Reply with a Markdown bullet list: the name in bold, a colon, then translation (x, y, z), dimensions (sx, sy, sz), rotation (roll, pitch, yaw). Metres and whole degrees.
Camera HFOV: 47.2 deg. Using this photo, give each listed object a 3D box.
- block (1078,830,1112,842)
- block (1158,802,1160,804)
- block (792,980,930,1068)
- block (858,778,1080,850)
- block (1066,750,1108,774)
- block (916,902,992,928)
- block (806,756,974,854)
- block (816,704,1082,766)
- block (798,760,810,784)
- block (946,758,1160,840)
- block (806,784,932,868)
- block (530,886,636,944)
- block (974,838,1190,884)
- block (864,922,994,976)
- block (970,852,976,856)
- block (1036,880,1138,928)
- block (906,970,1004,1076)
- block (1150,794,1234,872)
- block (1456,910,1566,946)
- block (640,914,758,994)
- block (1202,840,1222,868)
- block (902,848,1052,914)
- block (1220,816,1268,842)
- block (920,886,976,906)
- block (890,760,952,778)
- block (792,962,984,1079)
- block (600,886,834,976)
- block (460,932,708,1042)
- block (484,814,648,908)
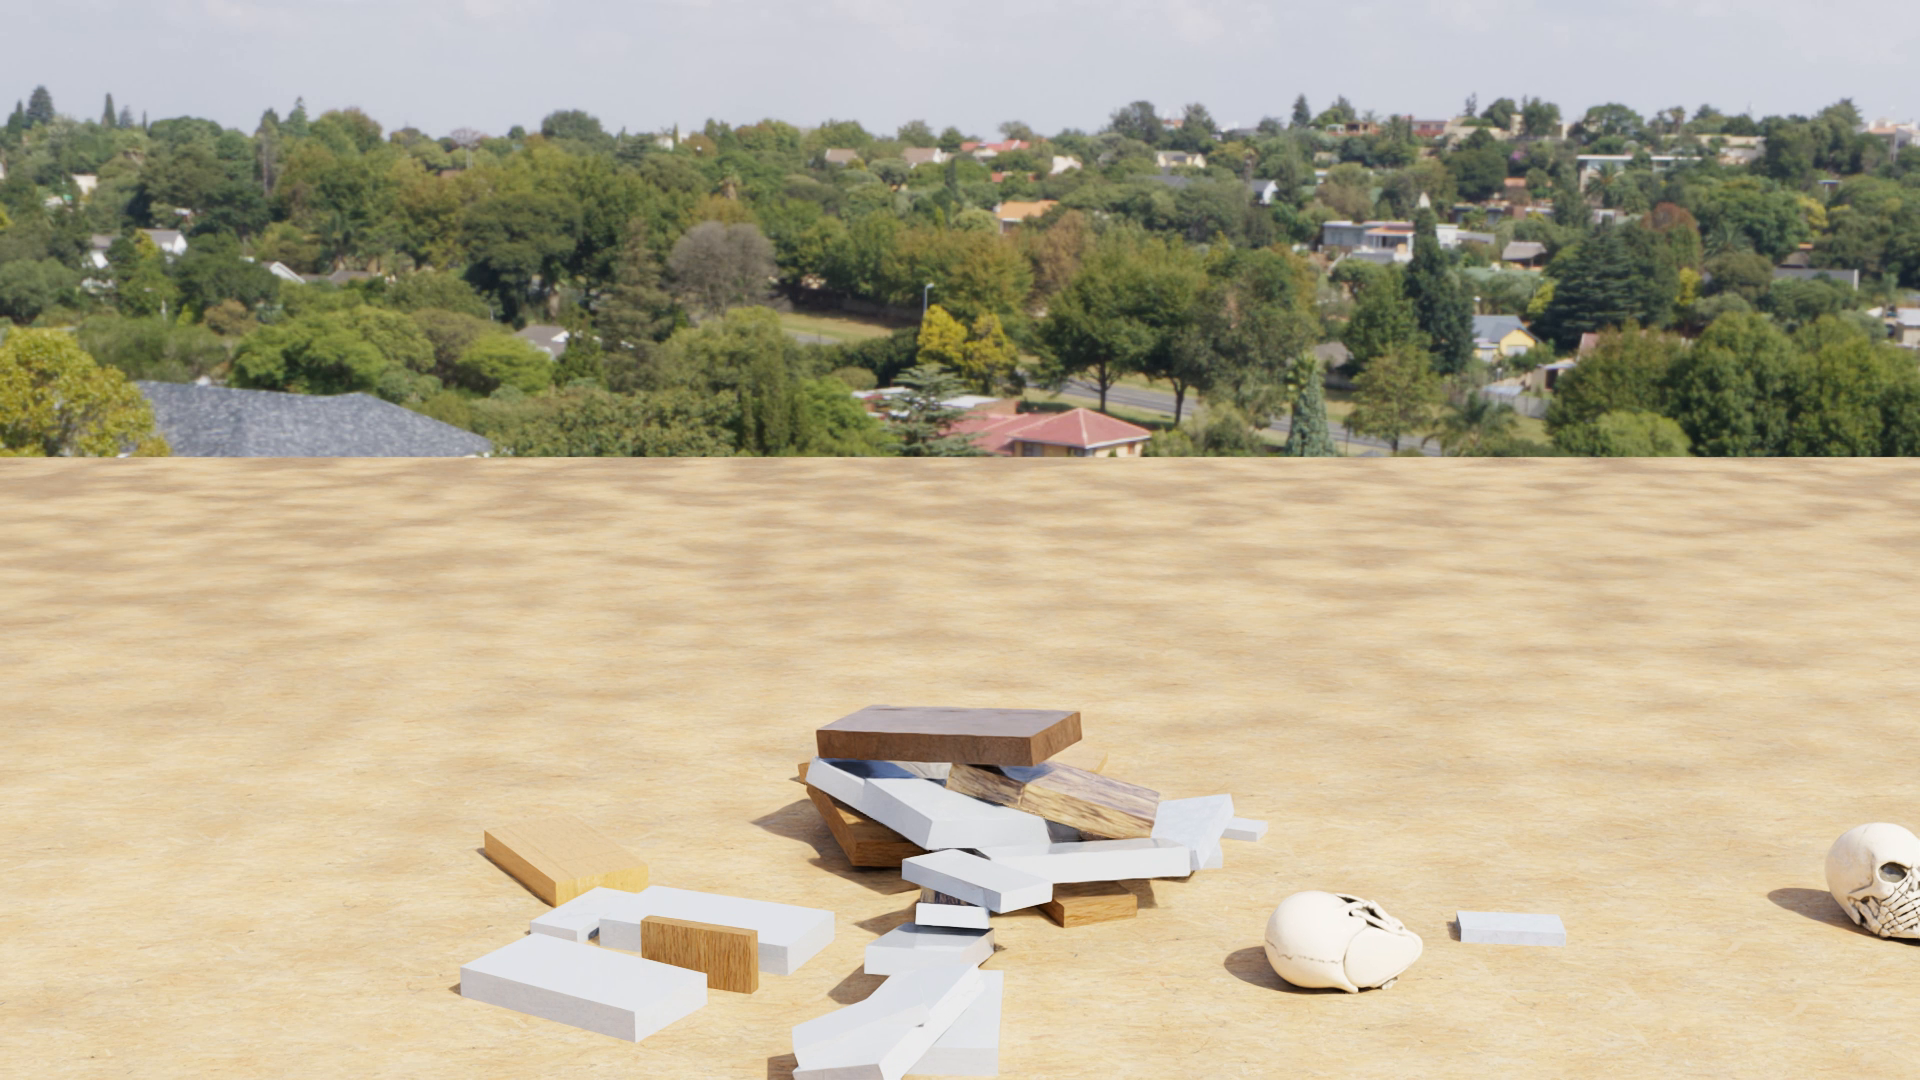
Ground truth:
- **block**: translation (0.218, 0.533, 3.937), dimensions (0.099, 0.014, 0.049), rotation (6, 12, 30)
- **block**: translation (0.411, 0.503, 4.085), dimensions (0.136, 0.019, 0.068), rotation (-2, 11, -11)
- **block**: translation (-0.133, 0.645, 2.932), dimensions (0.182, 0.026, 0.091), rotation (-20, 9, -3)
- **block**: translation (0.022, 0.464, 3.750), dimensions (0.357, 0.051, 0.179), rotation (6, 14, -43)
- **block**: translation (0.249, 0.448, 4.383), dimensions (0.068, 0.019, 0.136), rotation (3, 11, 14)
- **block**: translation (-0.008, 0.579, 3.397), dimensions (0.109, 0.031, 0.219), rotation (3, -9, 2)
- **block**: translation (-0.097, 0.460, 3.861), dimensions (0.323, 0.046, 0.162), rotation (24, 14, 32)
- **block**: translation (-0.021, 0.338, 3.829), dimensions (0.432, 0.051, 0.179), rotation (-1, 10, 31)
- **block**: translation (-0.174, 0.425, 4.341), dimensions (0.136, 0.039, 0.273), rotation (-15, -2, 43)
- **block**: translation (0.164, 0.435, 3.818), dimensions (0.357, 0.051, 0.179), rotation (16, 11, 5)
- **block**: translation (-0.153, 0.492, 3.908), dimensions (0.162, 0.046, 0.323), rotation (5, 15, -20)
- **block**: translation (-0.597, 0.603, 3.530), dimensions (0.091, 0.026, 0.182), rotation (5, 12, 26)
- **block**: translation (0.197, 0.525, 3.595), dimensions (0.323, 0.046, 0.162), rotation (-2, -2, -9)
- **block**: translation (-0.042, 0.611, 3.278), dimensions (0.140, 0.040, 0.280), rotation (2, -2, 11)
- **block**: translation (0.015, 0.539, 3.905), dimensions (0.050, 0.014, 0.099), rotation (-3, 11, -15)
- **block**: translation (0.176, 0.576, 3.646), dimensions (0.130, 0.037, 0.259), rotation (-4, 11, -22)
- **block**: translation (-0.012, 0.676, 3.097), dimensions (0.140, 0.040, 0.280), rotation (0, 11, 3)
- **block**: translation (0.384, 0.514, 3.834), dimensions (0.130, 0.037, 0.259), rotation (-10, 12, 22)
- **block**: translation (0.870, 0.614, 3.477), dimensions (0.160, 0.023, 0.080), rotation (1, 11, 7)
- **block**: translation (-0.388, 0.617, 3.275), dimensions (0.182, 0.091, 0.026), rotation (4, 11, 20)
- **block**: translation (0.417, 0.541, 3.872), dimensions (0.080, 0.023, 0.160), rotation (0, 11, 3)
- **block**: translation (0.025, 0.522, 3.377), dimensions (0.109, 0.031, 0.219), rotation (-4, 10, -43)
- **block**: translation (0.483, 0.521, 3.990), dimensions (0.136, 0.019, 0.068), rotation (5, 12, 24)
- **block**: translation (-0.001, 0.566, 3.507), dimensions (0.109, 0.031, 0.219), rotation (3, -9, 3)
- **block**: translation (-0.054, 0.446, 4.092), dimensions (0.136, 0.039, 0.273), rotation (-22, 16, -15)
- **block**: translation (-0.093, 0.660, 2.968), dimensions (0.140, 0.040, 0.280), rotation (-14, 11, 31)
- **block**: translation (-0.379, 0.609, 3.442), dimensions (0.328, 0.046, 0.164), rotation (4, 11, 22)
- **block**: translation (-0.551, 0.651, 3.215), dimensions (0.328, 0.046, 0.164), rotation (6, 12, 30)
- **block**: translation (-0.678, 0.548, 3.769), dimensions (0.164, 0.046, 0.328), rotation (-7, 12, -32)
